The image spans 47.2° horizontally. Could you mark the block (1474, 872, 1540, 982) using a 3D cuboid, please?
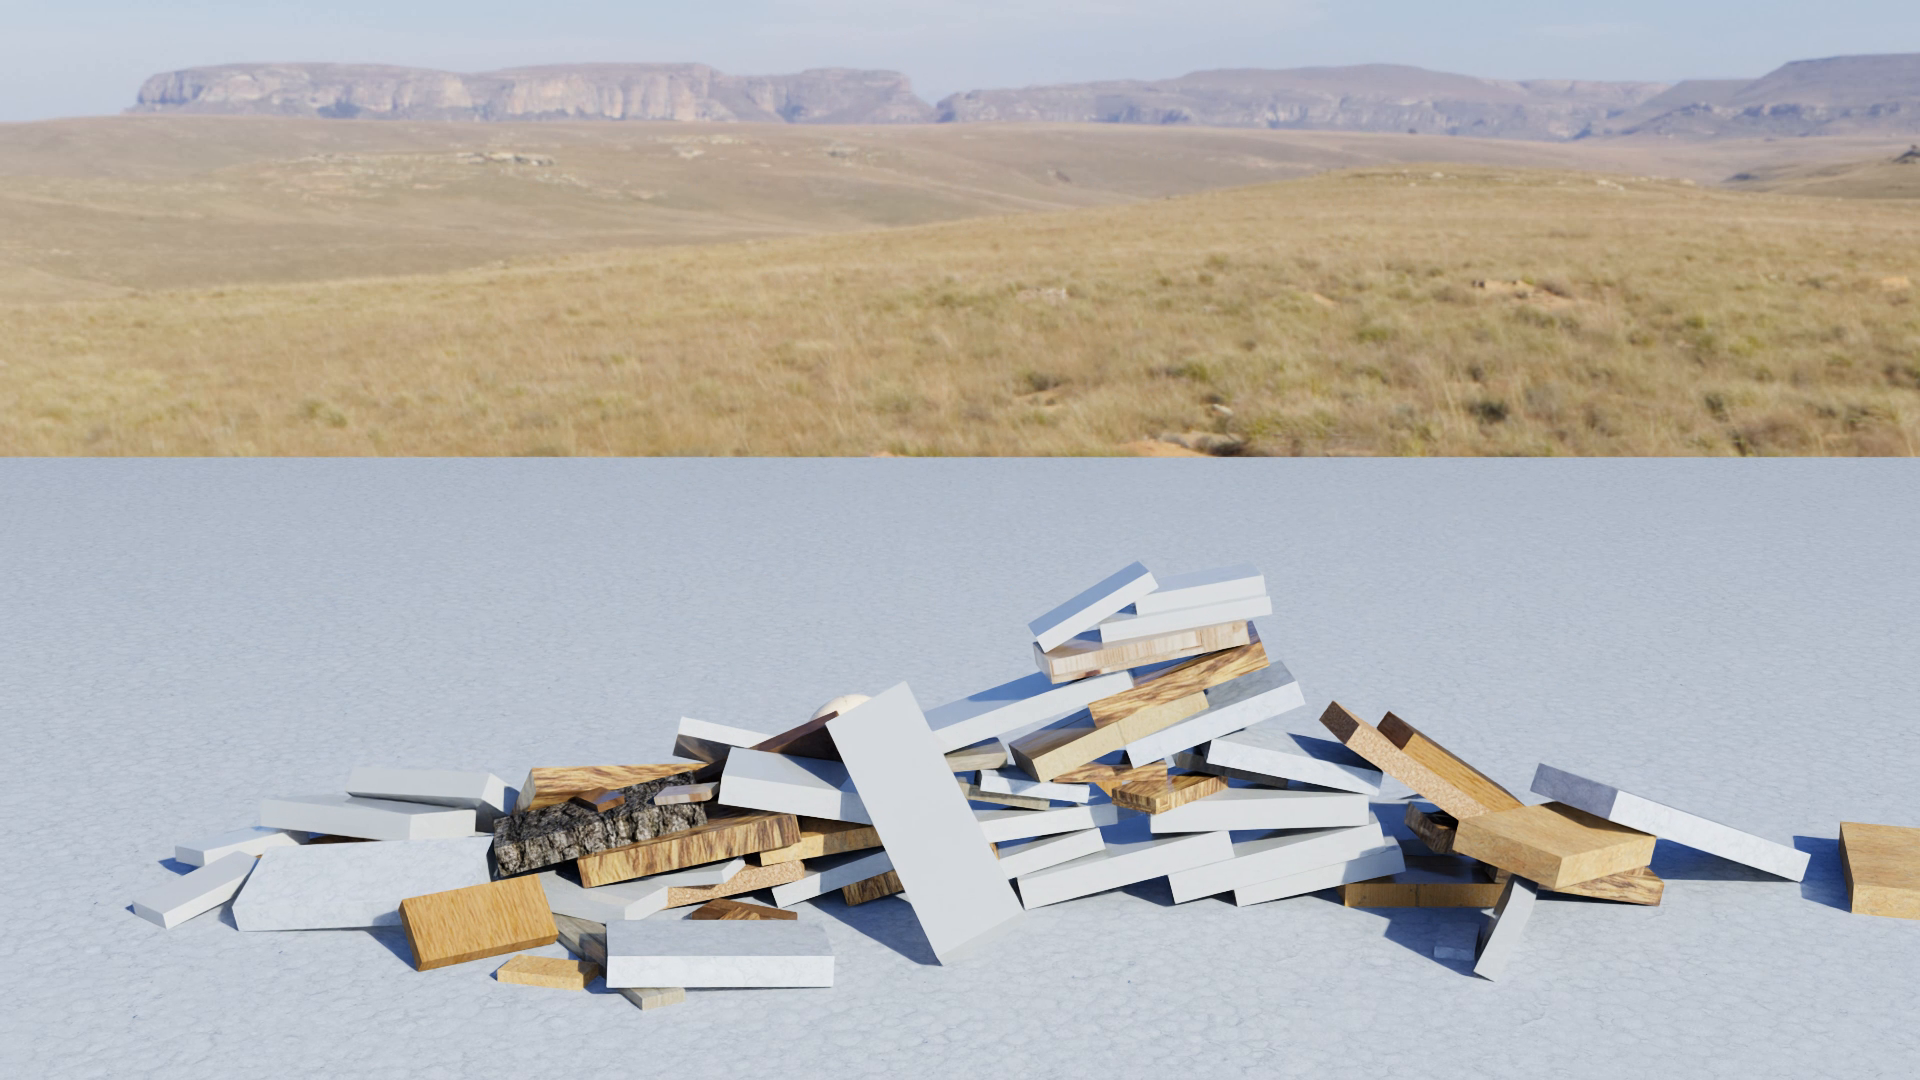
[{"bbox_3d":[0.849,0.575,3.390,0.036,0.126,0.253,26,17,13],"label":"block"}]

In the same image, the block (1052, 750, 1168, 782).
[{"bbox_3d":[0.243,0.372,3.623,0.185,0.026,0.093,-1,10,-2],"label":"block"}]

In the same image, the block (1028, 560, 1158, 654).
[{"bbox_3d":[0.214,0.107,3.557,0.210,0.030,0.105,-30,11,-1],"label":"block"}]

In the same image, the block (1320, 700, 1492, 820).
[{"bbox_3d":[0.728,0.370,3.587,0.284,0.040,0.142,33,5,-13],"label":"block"}]

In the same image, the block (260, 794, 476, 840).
[{"bbox_3d":[-1.019,0.478,3.786,0.331,0.047,0.166,2,-2,27],"label":"block"}]

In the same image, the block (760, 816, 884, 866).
[{"bbox_3d":[-0.210,0.483,3.642,0.244,0.035,0.122,-9,11,-4],"label":"block"}]

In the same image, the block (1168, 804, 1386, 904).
[{"bbox_3d":[0.515,0.509,3.656,0.352,0.050,0.176,-15,10,3],"label":"block"}]

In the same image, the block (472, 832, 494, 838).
[{"bbox_3d":[-0.775,0.532,3.768,0.147,0.021,0.073,8,12,9],"label":"block"}]

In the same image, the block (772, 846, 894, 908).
[{"bbox_3d":[-0.189,0.536,3.652,0.244,0.035,0.122,-19,11,2],"label":"block"}]

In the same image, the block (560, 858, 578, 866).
[{"bbox_3d":[-0.611,0.547,3.767,0.147,0.021,0.073,3,-1,-19],"label":"block"}]

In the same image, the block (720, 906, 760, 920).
[{"bbox_3d":[-0.365,0.611,3.451,0.048,0.014,0.096,12,30,37],"label":"block"}]

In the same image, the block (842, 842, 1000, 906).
[{"bbox_3d":[-0.066,0.534,3.663,0.260,0.037,0.130,-17,10,2],"label":"block"}]

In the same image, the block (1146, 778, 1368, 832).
[{"bbox_3d":[0.484,0.427,3.640,0.352,0.050,0.176,-2,11,0],"label":"block"}]

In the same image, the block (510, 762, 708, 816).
[{"bbox_3d":[-0.594,0.455,3.795,0.336,0.168,0.048,1,50,-29],"label":"block"}]

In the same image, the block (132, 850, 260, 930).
[{"bbox_3d":[-1.238,0.571,3.598,0.098,0.028,0.196,9,25,40],"label":"block"}]

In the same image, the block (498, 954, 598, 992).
[{"bbox_3d":[-0.618,0.649,3.300,0.133,0.019,0.067,3,11,15],"label":"block"}]

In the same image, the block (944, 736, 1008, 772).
[{"bbox_3d":[-0.017,0.357,3.624,0.177,0.025,0.089,-4,12,-9],"label":"block"}]

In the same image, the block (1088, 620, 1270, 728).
[{"bbox_3d":[0.352,0.217,3.588,0.294,0.042,0.147,-20,10,6],"label":"block"}]

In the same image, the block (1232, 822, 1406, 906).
[{"bbox_3d":[0.588,0.540,3.665,0.280,0.040,0.140,-12,10,2],"label":"block"}]

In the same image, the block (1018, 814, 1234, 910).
[{"bbox_3d":[0.271,0.520,3.665,0.352,0.050,0.176,-15,10,3],"label":"block"}]

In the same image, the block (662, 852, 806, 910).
[{"bbox_3d":[-0.379,0.551,3.645,0.244,0.035,0.122,-12,11,0],"label":"block"}]

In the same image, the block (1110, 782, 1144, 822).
[{"bbox_3d":[0.263,0.488,4.107,0.142,0.040,0.283,7,13,35],"label":"block"}]

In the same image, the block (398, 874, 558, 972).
[{"bbox_3d":[-0.744,0.590,3.400,0.220,0.031,0.110,-7,55,-32],"label":"block"}]

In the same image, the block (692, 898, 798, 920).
[{"bbox_3d":[-0.345,0.606,3.522,0.151,0.021,0.076,5,12,26],"label":"block"}]

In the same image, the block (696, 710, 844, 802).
[{"bbox_3d":[-0.298,0.401,3.735,0.268,0.134,0.038,-24,24,12],"label":"block"}]

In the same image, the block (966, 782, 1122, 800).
[{"bbox_3d":[0.136,0.458,4.047,0.294,0.042,0.147,-8,11,-32],"label":"block"}]

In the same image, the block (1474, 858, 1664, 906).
[{"bbox_3d":[1.010,0.547,3.662,0.280,0.040,0.140,9,10,-5],"label":"block"}]

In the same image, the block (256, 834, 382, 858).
[{"bbox_3d":[-1.121,0.551,3.784,0.242,0.034,0.121,-8,13,-38],"label":"block"}]

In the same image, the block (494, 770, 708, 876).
[{"bbox_3d":[-0.595,0.465,3.627,0.338,0.048,0.169,-13,11,-10],"label":"block"}]

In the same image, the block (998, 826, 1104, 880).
[{"bbox_3d":[0.106,0.518,3.669,0.260,0.037,0.130,-18,10,0],"label":"block"}]

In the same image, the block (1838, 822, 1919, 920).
[{"bbox_3d":[1.588,0.557,3.709,0.175,0.049,0.349,3,11,18],"label":"block"}]

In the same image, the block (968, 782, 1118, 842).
[{"bbox_3d":[0.117,0.454,3.650,0.260,0.037,0.130,-7,10,-12],"label":"block"}]
